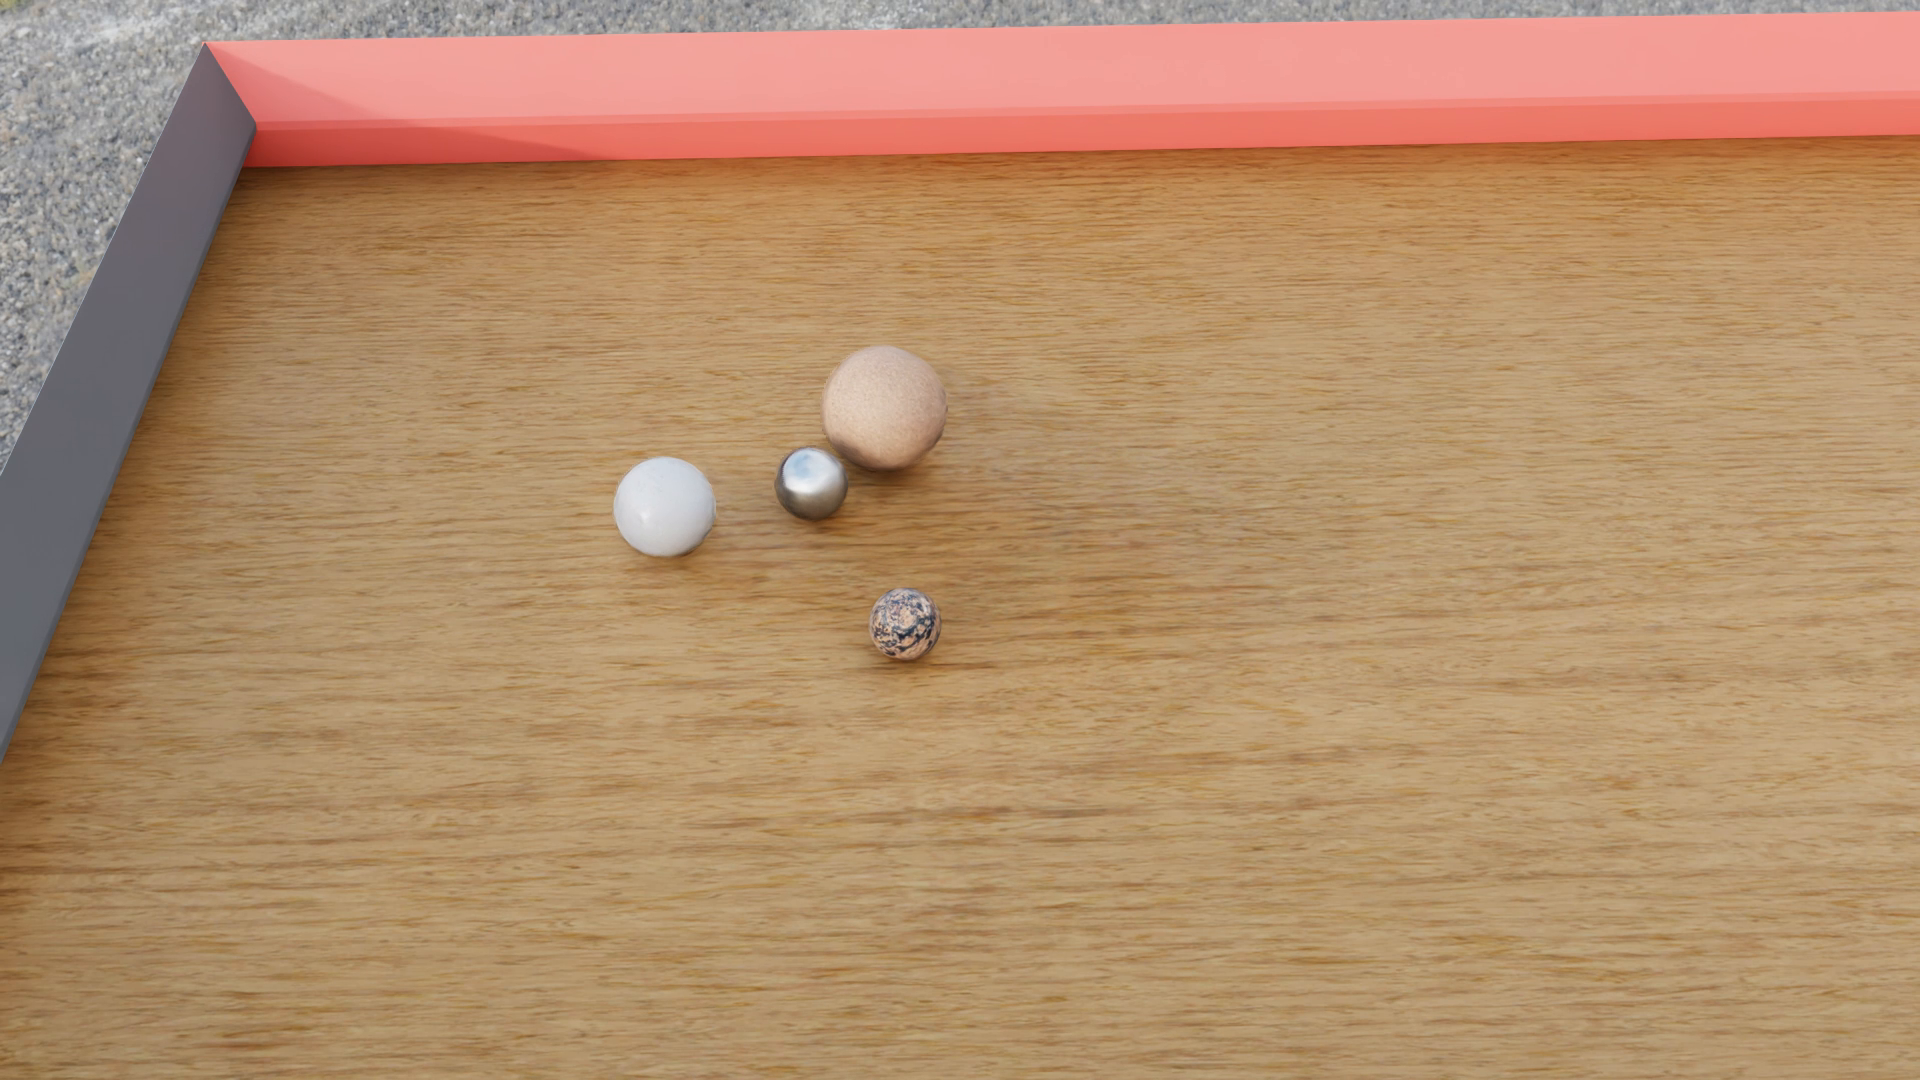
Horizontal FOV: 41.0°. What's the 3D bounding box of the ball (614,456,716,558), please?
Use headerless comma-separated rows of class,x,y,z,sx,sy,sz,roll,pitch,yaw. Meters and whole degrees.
ball,-0.211,-0.023,1.837,0.073,0.073,0.073,0,35,0

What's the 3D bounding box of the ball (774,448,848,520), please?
ball,-0.109,-0.041,1.879,0.054,0.054,0.054,0,35,0

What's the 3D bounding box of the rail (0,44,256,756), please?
rail,-0.621,-0.008,1.771,0.045,0.122,1.337,-1,35,-2

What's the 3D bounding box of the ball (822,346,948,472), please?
ball,-0.057,-0.098,1.924,0.094,0.094,0.094,0,35,0

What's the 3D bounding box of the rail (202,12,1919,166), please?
rail,0.617,-0.411,2.341,2.580,0.122,0.045,-1,35,-2

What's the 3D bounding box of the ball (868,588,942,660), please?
ball,-0.037,0.057,1.744,0.050,0.050,0.050,0,35,0
